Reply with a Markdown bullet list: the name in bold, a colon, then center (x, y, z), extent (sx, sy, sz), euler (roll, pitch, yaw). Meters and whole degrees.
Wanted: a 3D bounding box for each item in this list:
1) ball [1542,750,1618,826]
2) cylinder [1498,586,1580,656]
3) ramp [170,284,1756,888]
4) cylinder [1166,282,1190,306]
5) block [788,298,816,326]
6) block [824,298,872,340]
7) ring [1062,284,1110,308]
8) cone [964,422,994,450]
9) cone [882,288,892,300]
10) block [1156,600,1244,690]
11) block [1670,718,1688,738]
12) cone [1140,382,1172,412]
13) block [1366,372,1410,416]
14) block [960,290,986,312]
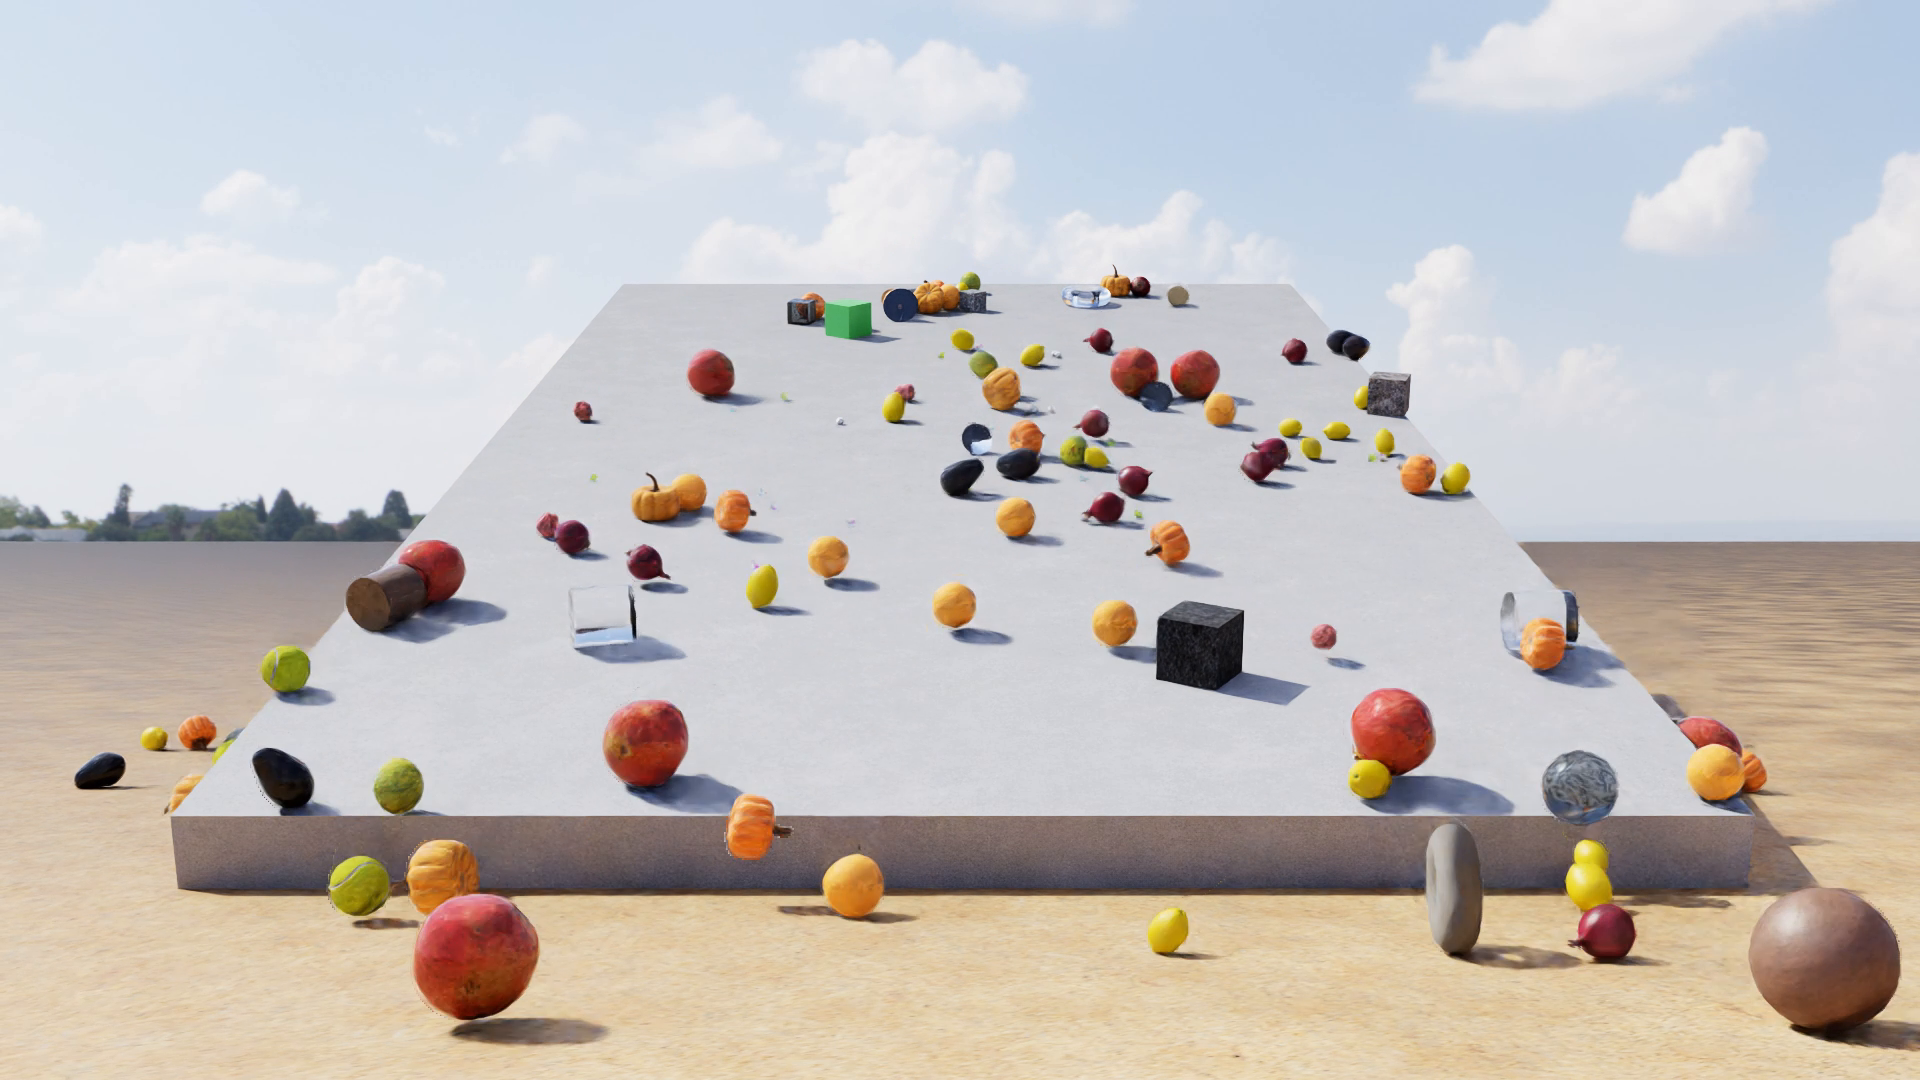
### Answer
- **ball**: center (0.773, 0.309, 2.758), extent (0.093, 0.093, 0.093), euler (0, 0, 0)
- **cylinder**: center (0.887, 0.124, 3.384), extent (0.093, 0.093, 0.093), euler (-9, 1, -8)
- **ramp**: center (-0.002, -0.162, 4.723), extent (2.000, 0.100, 4.000), euler (0, 16, 0)
- **cylinder**: center (0.619, -0.698, 6.283), extent (0.059, 0.059, 0.059), euler (0, 25, -1)
- **block**: center (-0.431, -0.621, 6.013), extent (0.060, 0.060, 0.060), euler (4, 17, 15)
- **block**: center (-0.295, -0.584, 5.839), extent (0.087, 0.087, 0.087), euler (14, 21, 39)
- **ring**: center (0.358, -0.694, 6.292), extent (0.143, 0.048, 0.143), euler (1, 18, 0)
- **cone**: center (0.025, -0.204, 4.633), extent (0.067, 0.067, 0.067), euler (0, -27, -30)
- **cone**: center (-0.191, -0.677, 6.270), extent (0.056, 0.056, 0.056), euler (0, -11, 10)
- **block**: center (0.357, 0.155, 3.279), extent (0.097, 0.097, 0.097), euler (9, 19, 29)
- **block**: center (1.521, 0.411, 4.743), extent (0.057, 0.057, 0.057), euler (0, 0, 41)
- **cone**: center (0.450, -0.316, 5.016), extent (0.072, 0.072, 0.072), euler (0, -11, 11)
- **block**: center (0.965, -0.329, 4.973), extent (0.082, 0.082, 0.082), euler (6, 17, 18)
- **block**: center (0.036, -0.670, 6.195), extent (0.054, 0.054, 0.054), euler (14, 21, 39)
